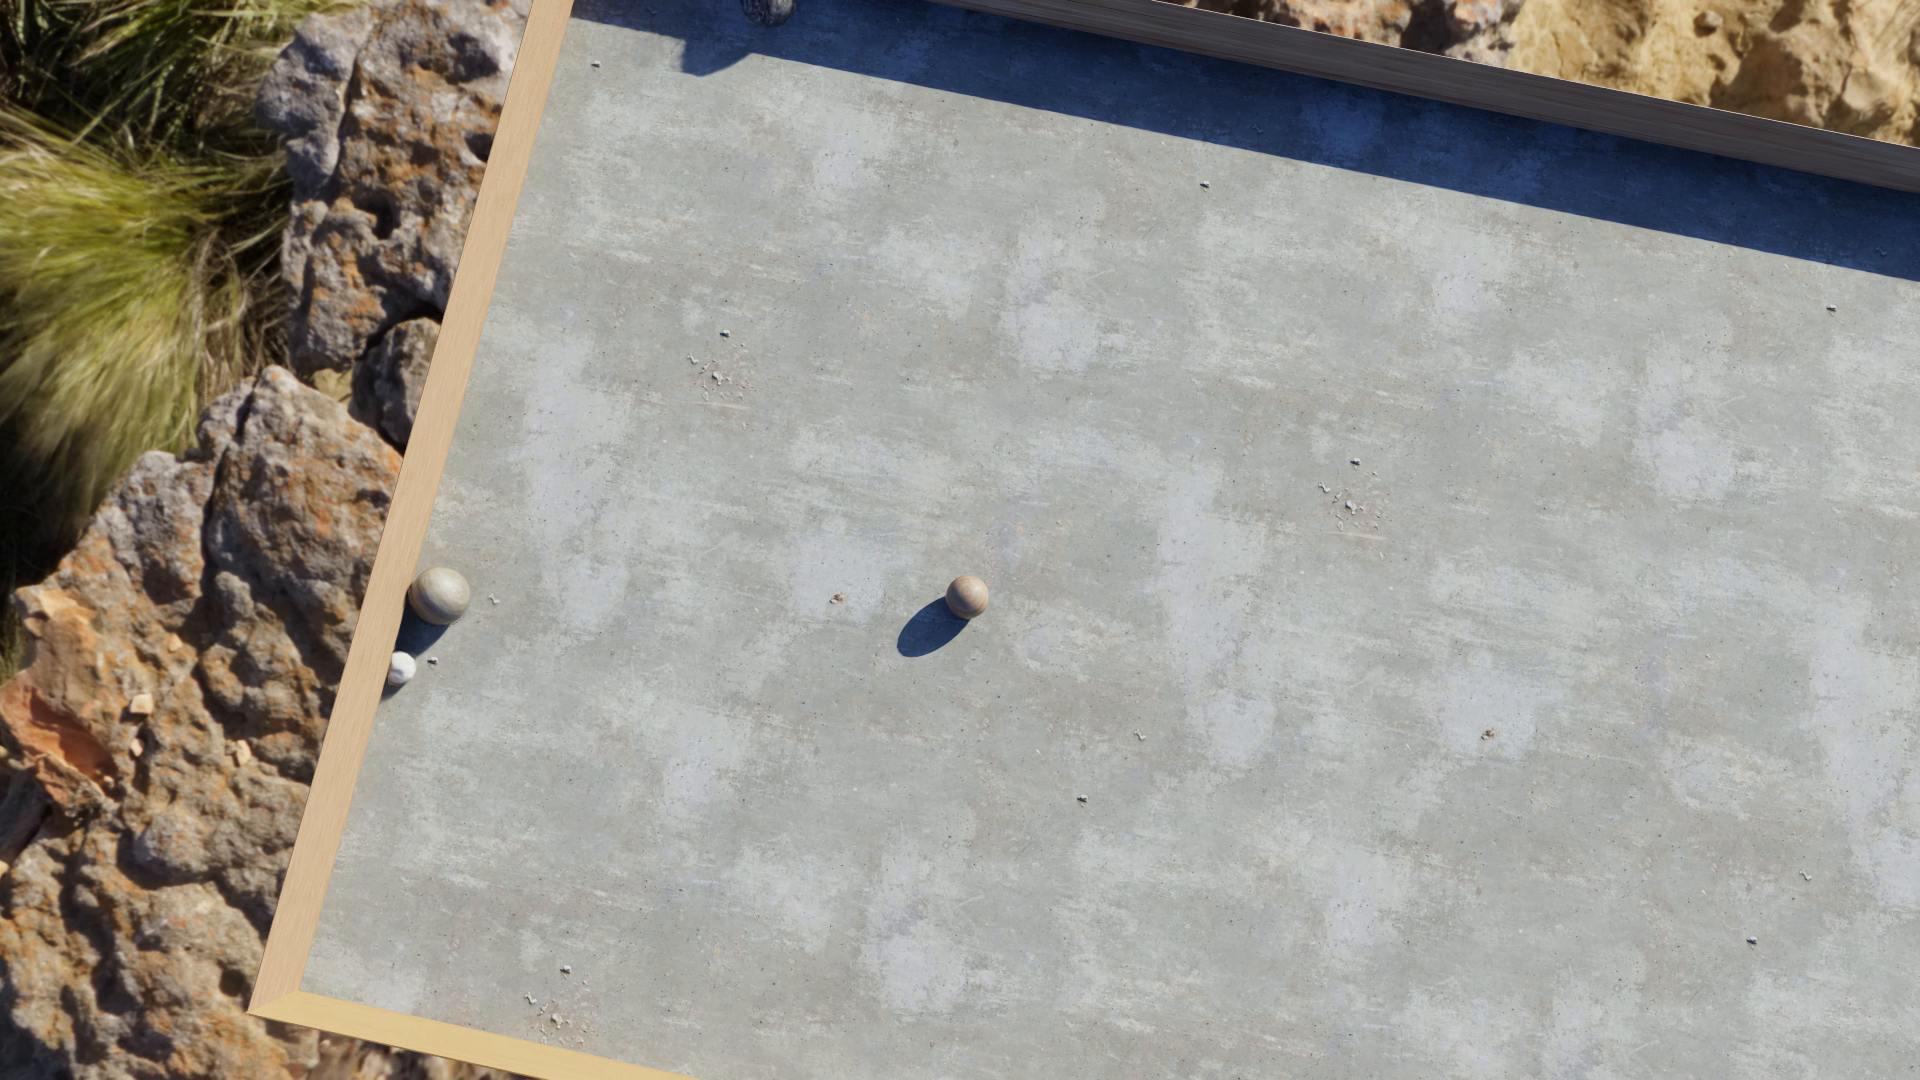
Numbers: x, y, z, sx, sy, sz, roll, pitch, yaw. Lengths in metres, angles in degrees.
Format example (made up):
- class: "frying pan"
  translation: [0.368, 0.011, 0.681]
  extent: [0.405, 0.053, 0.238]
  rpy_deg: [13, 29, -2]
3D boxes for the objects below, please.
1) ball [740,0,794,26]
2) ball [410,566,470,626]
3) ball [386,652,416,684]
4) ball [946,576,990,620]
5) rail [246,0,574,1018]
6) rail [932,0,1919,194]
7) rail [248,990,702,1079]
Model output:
- class: "ball"
  translation: [-0.309, -0.870, 3.529]
  extent: [0.088, 0.088, 0.088]
  rpy_deg: [0, 76, 0]
- class: "ball"
  translation: [-0.780, 0.083, 3.298]
  extent: [0.089, 0.089, 0.089]
  rpy_deg: [0, 76, 0]
- class: "ball"
  translation: [-0.839, 0.192, 3.292]
  extent: [0.048, 0.048, 0.048]
  rpy_deg: [0, 76, 0]
- class: "ball"
  translation: [0.011, 0.086, 3.309]
  extent: [0.066, 0.066, 0.066]
  rpy_deg: [0, 76, 0]
- class: "rail"
  translation: [-0.792, -0.169, 3.345]
  extent: [0.045, 0.115, 1.795]
  rpy_deg: [12, 77, 3]
- class: "rail"
  translation: [0.997, -0.668, 3.465]
  extent: [3.334, 0.115, 0.045]
  rpy_deg: [12, 77, 3]
- class: "rail"
  translation: [0.633, 0.993, 3.063]
  extent: [3.334, 0.115, 0.045]
  rpy_deg: [12, 77, 3]
